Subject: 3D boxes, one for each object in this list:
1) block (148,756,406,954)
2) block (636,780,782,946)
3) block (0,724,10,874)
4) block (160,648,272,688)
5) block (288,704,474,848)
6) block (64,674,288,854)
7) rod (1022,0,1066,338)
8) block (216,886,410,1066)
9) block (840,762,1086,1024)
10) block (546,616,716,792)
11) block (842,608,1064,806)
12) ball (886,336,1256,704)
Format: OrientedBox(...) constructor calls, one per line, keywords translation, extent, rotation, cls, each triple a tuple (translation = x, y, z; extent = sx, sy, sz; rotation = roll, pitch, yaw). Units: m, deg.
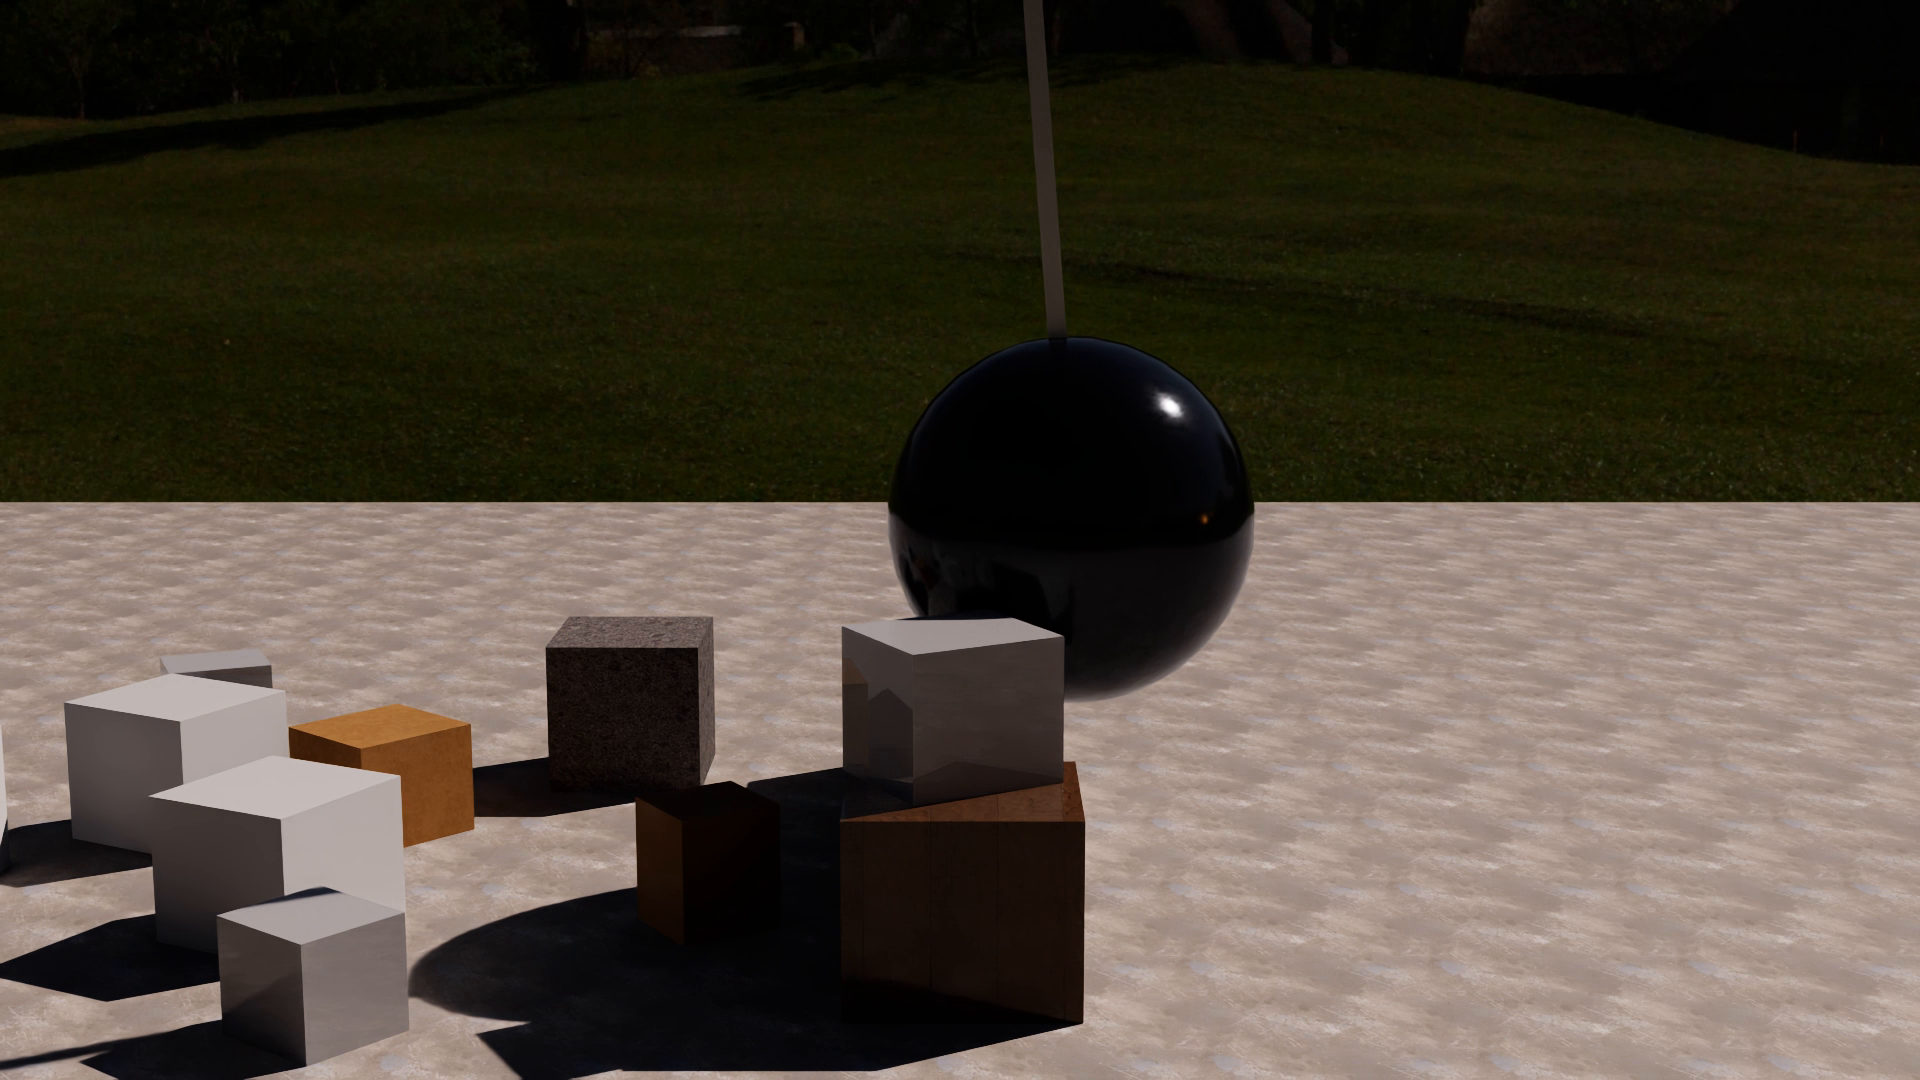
OrientedBox(translation=(-2.813, 1.315, 10.609), extent=(0.702, 0.617, 0.718), rotation=(5, 12, 27), cls="block")
OrientedBox(translation=(-1.050, 1.342, 10.699), extent=(0.450, 0.531, 0.429), rotation=(-7, 12, -32), cls="block")
OrientedBox(translation=(-4.581, 1.189, 11.211), extent=(0.645, 0.649, 0.518), rotation=(0, 10, -2), cls="block")
OrientedBox(translation=(-3.975, 0.849, 13.729), extent=(0.523, 0.417, 0.441), rotation=(-4, 11, -23), cls="block")
OrientedBox(translation=(-2.704, 1.115, 12.003), extent=(0.579, 0.511, 0.609), rotation=(9, 14, 42), cls="block")
OrientedBox(translation=(-3.647, 1.047, 11.988), extent=(0.732, 0.650, 0.664), rotation=(6, 12, 28), cls="block")
OrientedBox(translation=(0.209, -3.423, 10.558), extent=(0.080, 5.200, 0.080), rotation=(-5, 10, 1), cls="rod")
OrientedBox(translation=(-2.389, 1.601, 9.481), extent=(0.506, 0.458, 0.463), rotation=(8, 13, 39), cls="block")
OrientedBox(translation=(0.010, 1.349, 9.950), extent=(0.906, 0.785, 0.843), rotation=(0, 10, 0), cls="block")
OrientedBox(translation=(-1.656, 0.822, 12.999), extent=(0.748, 0.732, 0.731), rotation=(0, 10, 0), cls="block")
OrientedBox(translation=(-0.031, 0.641, 10.022), extent=(0.663, 0.584, 0.589), rotation=(-6, 12, -29), cls="block")
OrientedBox(translation=(0.482, -0.088, 11.164), extent=(1.600, 1.600, 1.600), rotation=(0, 10, 0), cls="ball")
